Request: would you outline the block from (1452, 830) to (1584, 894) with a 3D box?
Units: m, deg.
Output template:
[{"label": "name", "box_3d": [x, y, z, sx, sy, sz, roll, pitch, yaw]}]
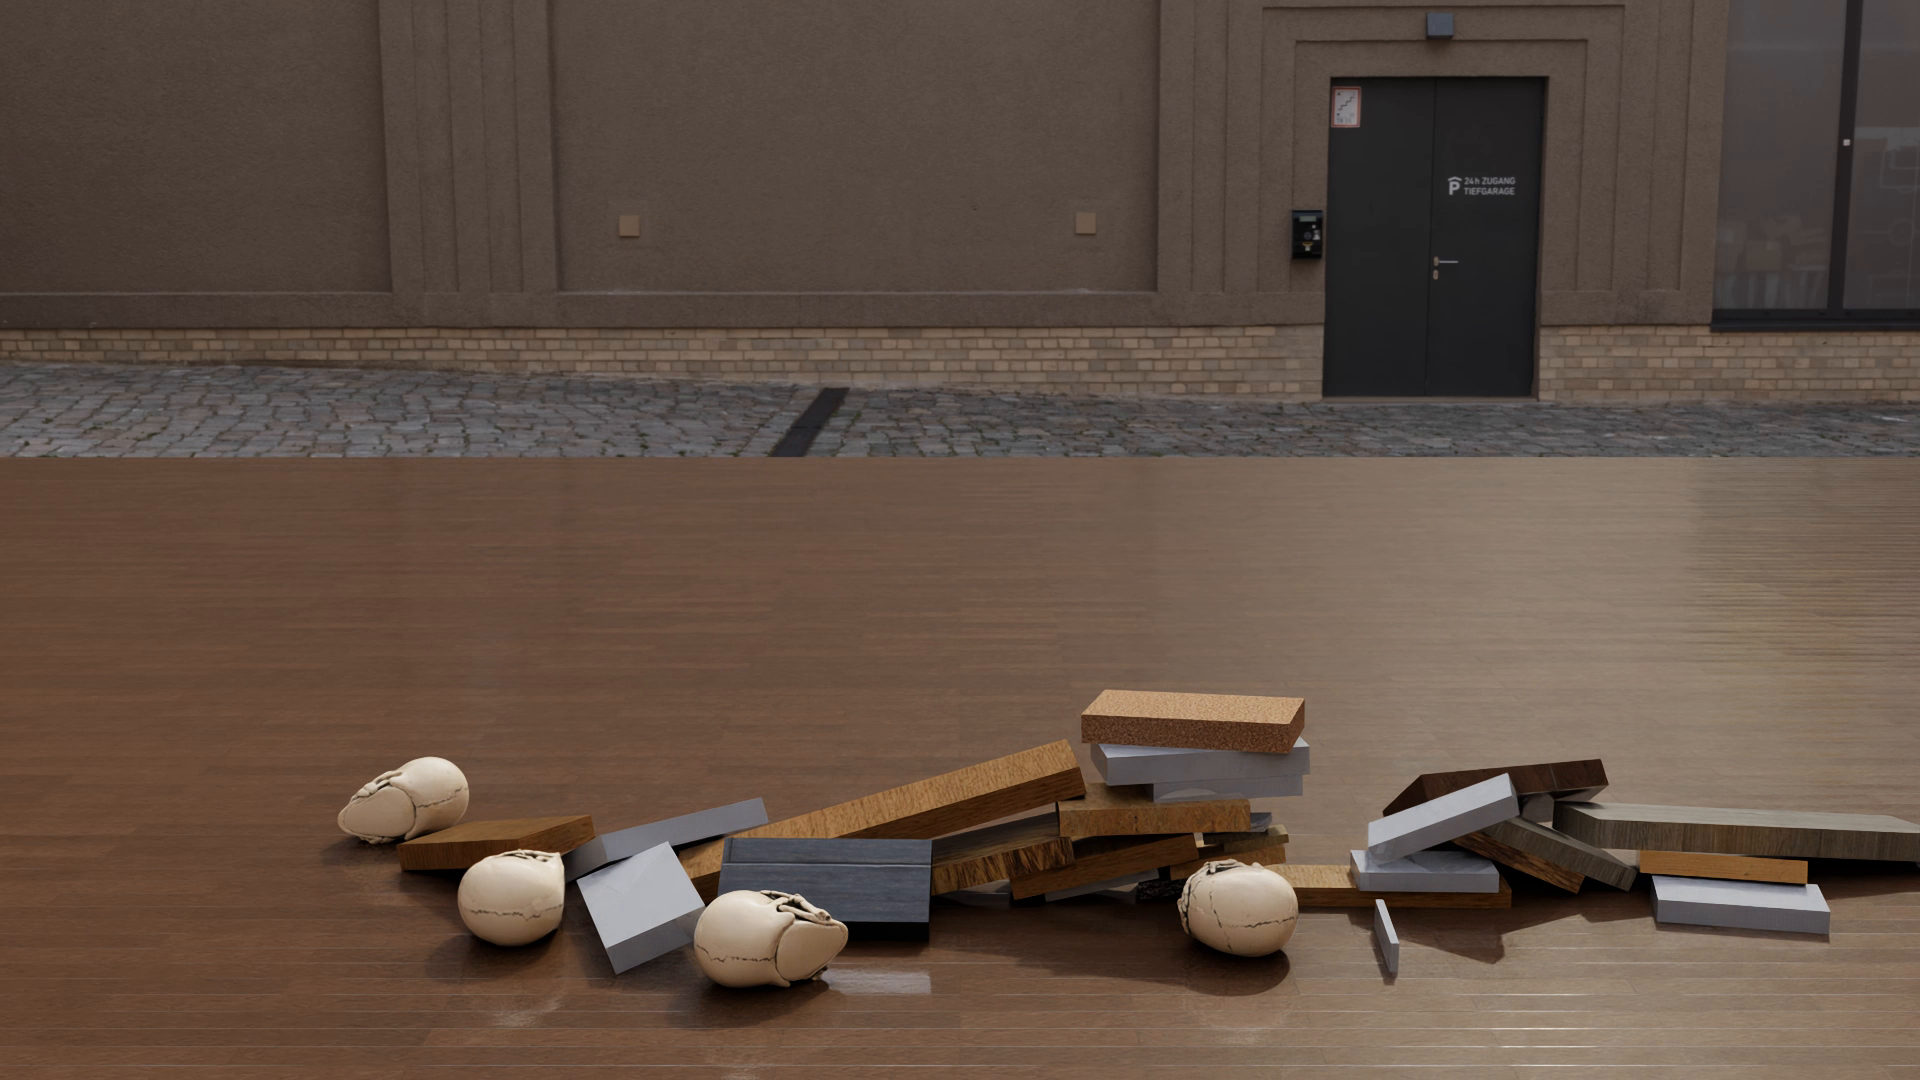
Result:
[{"label": "block", "box_3d": [0.922, 0.522, 3.686, 0.225, 0.032, 0.113, 23, 5, -4]}]

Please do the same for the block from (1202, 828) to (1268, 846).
[{"label": "block", "box_3d": [0.456, 0.484, 3.645, 0.107, 0.015, 0.054, -8, 10, 6]}]

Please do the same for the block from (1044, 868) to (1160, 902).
[{"label": "block", "box_3d": [0.234, 0.555, 3.665, 0.191, 0.027, 0.095, -13, 10, 4]}]

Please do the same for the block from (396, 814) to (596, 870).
[{"label": "block", "box_3d": [-0.791, 0.516, 3.744, 0.322, 0.046, 0.161, -9, 3, 39]}]

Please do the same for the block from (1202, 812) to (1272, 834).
[{"label": "block", "box_3d": [0.458, 0.468, 3.643, 0.107, 0.015, 0.054, -5, 11, 23]}]

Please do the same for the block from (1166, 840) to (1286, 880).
[{"label": "block", "box_3d": [0.438, 0.522, 3.653, 0.191, 0.027, 0.095, -9, 10, 0]}]

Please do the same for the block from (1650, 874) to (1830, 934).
[{"label": "block", "box_3d": [1.263, 0.589, 3.571, 0.261, 0.037, 0.131, 2, 11, 12]}]

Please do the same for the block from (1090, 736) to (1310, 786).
[{"label": "block", "box_3d": [0.396, 0.354, 3.661, 0.335, 0.047, 0.167, -3, 10, -6]}]

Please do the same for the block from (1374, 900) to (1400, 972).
[{"label": "block", "box_3d": [0.663, 0.613, 3.417, 0.013, 0.046, 0.192, 1, 11, 4]}]

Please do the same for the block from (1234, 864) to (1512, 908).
[{"label": "block", "box_3d": [0.682, 0.576, 3.659, 0.443, 0.032, 0.113, 0, 11, 2]}]

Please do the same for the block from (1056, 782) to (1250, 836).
[{"label": "block", "box_3d": [0.315, 0.442, 3.638, 0.309, 0.044, 0.154, -2, 10, 0]}]

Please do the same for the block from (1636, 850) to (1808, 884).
[{"label": "block", "box_3d": [1.272, 0.547, 3.682, 0.261, 0.037, 0.131, 2, -8, 15]}]

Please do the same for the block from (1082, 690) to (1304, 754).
[{"label": "block", "box_3d": [0.391, 0.302, 3.679, 0.345, 0.049, 0.172, 1, 10, 17]}]

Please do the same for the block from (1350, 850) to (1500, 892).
[{"label": "block", "box_3d": [0.766, 0.547, 3.636, 0.225, 0.032, 0.113, 0, 11, 2]}]

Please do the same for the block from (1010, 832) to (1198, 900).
[{"label": "block", "box_3d": [0.235, 0.519, 3.658, 0.309, 0.044, 0.154, -13, 10, 3]}]

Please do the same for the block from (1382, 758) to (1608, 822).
[{"label": "block", "box_3d": [0.932, 0.450, 3.835, 0.345, 0.049, 0.172, -3, -27, -16]}]

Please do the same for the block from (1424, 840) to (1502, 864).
[{"label": "block", "box_3d": [0.890, 0.537, 3.858, 0.247, 0.035, 0.123, -6, 12, -30]}]

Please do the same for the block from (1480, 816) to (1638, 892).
[{"label": "block", "box_3d": [0.994, 0.513, 3.704, 0.261, 0.037, 0.131, 22, 5, -15]}]

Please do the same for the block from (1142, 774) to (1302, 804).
[{"label": "block", "box_3d": [0.432, 0.396, 3.650, 0.247, 0.035, 0.123, -3, 10, -5]}]

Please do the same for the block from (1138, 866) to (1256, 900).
[{"label": "block", "box_3d": [0.391, 0.556, 3.660, 0.191, 0.027, 0.095, -8, 10, 3]}]

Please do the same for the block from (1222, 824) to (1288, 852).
[{"label": "block", "box_3d": [0.487, 0.494, 3.646, 0.107, 0.015, 0.054, -9, 10, 1]}]

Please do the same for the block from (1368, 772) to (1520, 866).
[{"label": "block", "box_3d": [0.798, 0.462, 3.638, 0.247, 0.035, 0.123, -23, 6, 14]}]

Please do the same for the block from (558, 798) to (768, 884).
[{"label": "block", "box_3d": [-0.506, 0.513, 3.764, 0.322, 0.046, 0.161, -9, -14, -40]}]

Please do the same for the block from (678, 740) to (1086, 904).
[{"label": "block", "box_3d": [-0.135, 0.472, 3.678, 0.687, 0.047, 0.167, -16, 11, -2]}]

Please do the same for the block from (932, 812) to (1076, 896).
[{"label": "block", "box_3d": [0.032, 0.524, 3.646, 0.309, 0.044, 0.154, -13, 10, 2]}]

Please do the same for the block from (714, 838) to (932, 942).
[{"label": "block", "box_3d": [-0.214, 0.556, 3.505, 0.335, 0.047, 0.167, 0, 42, 2]}]

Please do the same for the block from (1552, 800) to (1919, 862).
[{"label": "block", "box_3d": [1.360, 0.503, 3.793, 0.639, 0.049, 0.172, 4, 3, -10]}]

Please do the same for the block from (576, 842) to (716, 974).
[{"label": "block", "box_3d": [-0.501, 0.577, 3.479, 0.161, 0.046, 0.322, -22, 16, -13]}]
